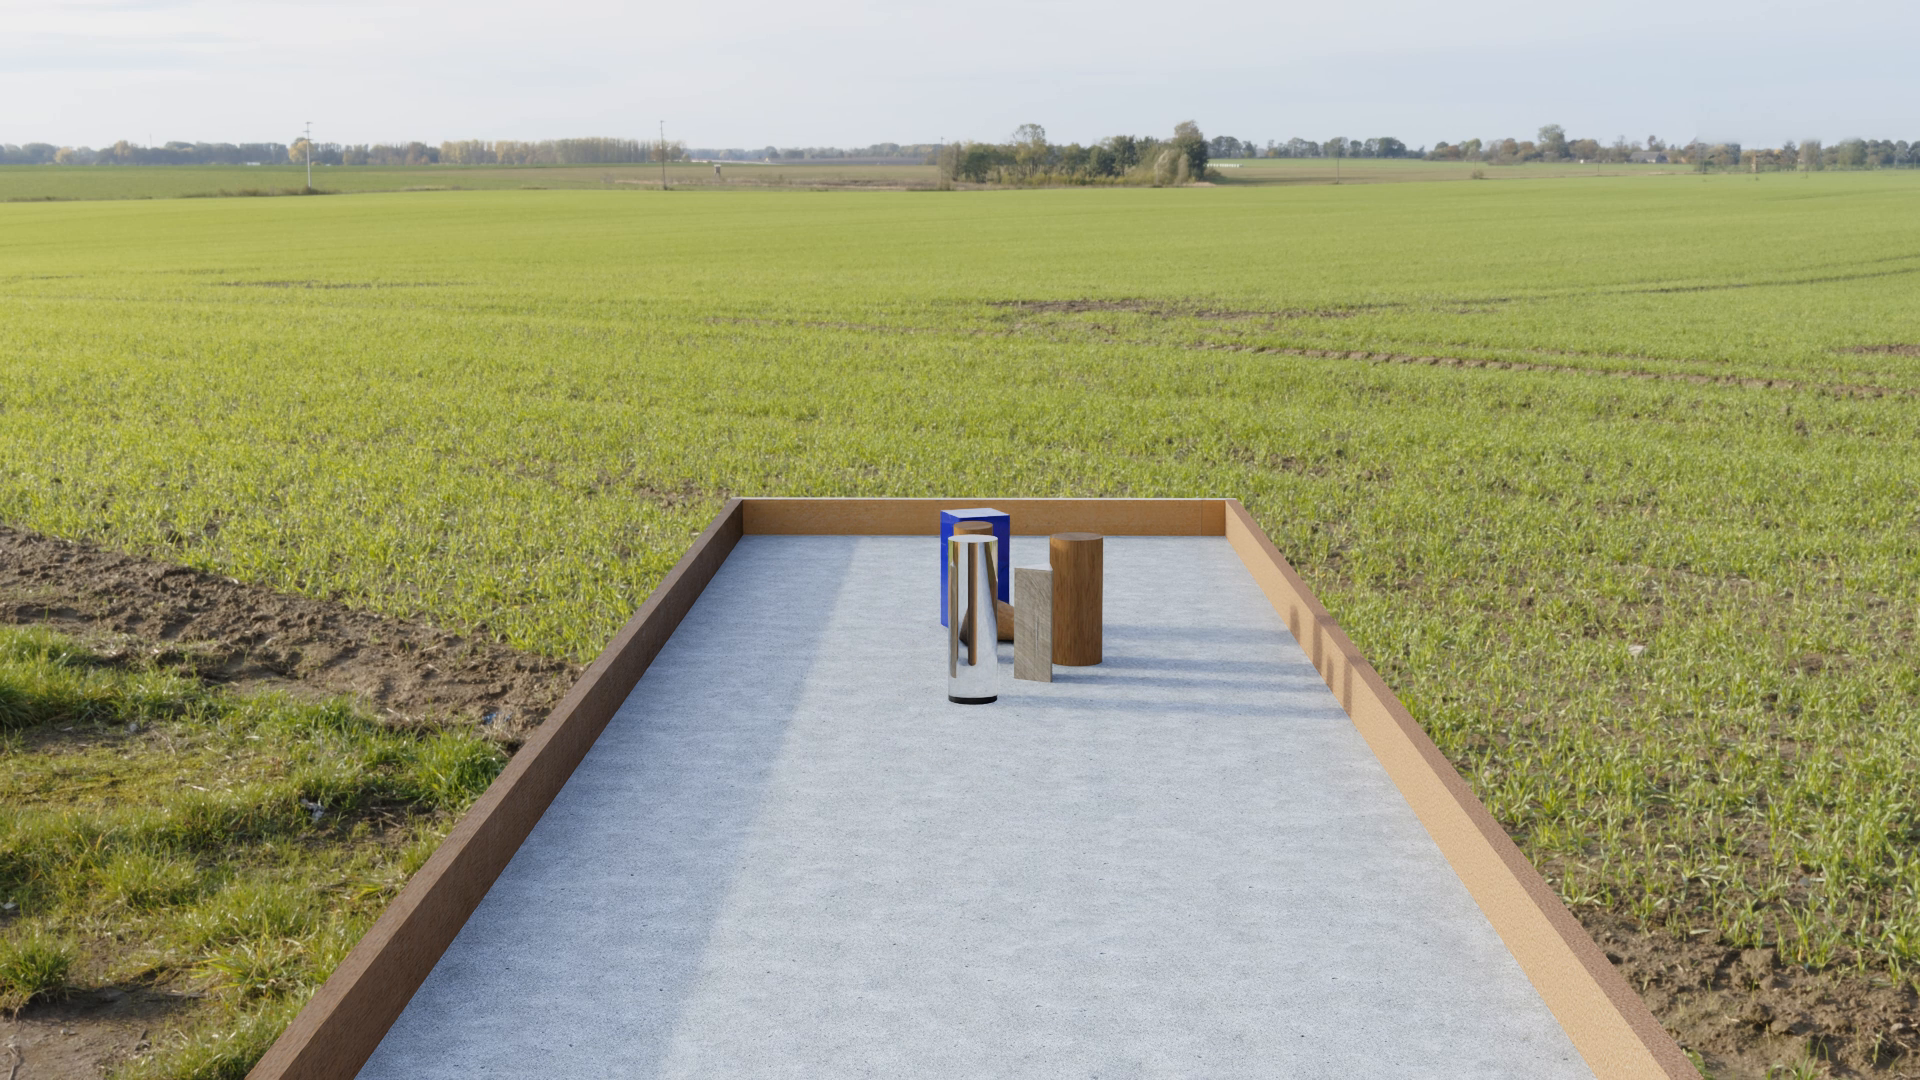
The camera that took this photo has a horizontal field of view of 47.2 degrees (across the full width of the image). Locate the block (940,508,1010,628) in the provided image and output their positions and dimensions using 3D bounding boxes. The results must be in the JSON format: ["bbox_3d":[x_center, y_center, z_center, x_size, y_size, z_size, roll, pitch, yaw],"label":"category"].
[{"bbox_3d":[0.049,0.098,7.178,0.174,0.379,0.174,-3,10,-20],"label":"block"}]

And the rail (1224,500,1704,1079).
[{"bbox_3d":[1.046,0.843,3.208,0.050,0.150,12.000,0,9,1],"label":"rail"}]

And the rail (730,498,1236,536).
[{"bbox_3d":[0.099,-0.098,9.147,2.100,0.150,0.050,0,9,1],"label":"rail"}]

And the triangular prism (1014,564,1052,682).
[{"bbox_3d":[0.237,0.240,6.442,0.123,0.330,0.106,5,10,28],"label":"triangular prism"}]

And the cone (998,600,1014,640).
[{"bbox_3d":[0.235,0.283,6.981,0.349,0.154,0.154,13,9,0],"label":"cone"}]

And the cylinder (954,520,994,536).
[{"bbox_3d":[0.042,0.156,6.680,0.120,0.413,0.120,-1,13,0],"label":"cylinder"}]

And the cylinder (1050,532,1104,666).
[{"bbox_3d":[0.352,0.178,6.661,0.162,0.383,0.162,0,9,0],"label":"cylinder"}]

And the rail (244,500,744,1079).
[{"bbox_3d":[-1.004,0.839,3.234,0.050,0.150,12.000,0,9,1],"label":"rail"}]

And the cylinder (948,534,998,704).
[{"bbox_3d":[0.036,0.222,6.149,0.138,0.458,0.138,0,9,0],"label":"cylinder"}]
